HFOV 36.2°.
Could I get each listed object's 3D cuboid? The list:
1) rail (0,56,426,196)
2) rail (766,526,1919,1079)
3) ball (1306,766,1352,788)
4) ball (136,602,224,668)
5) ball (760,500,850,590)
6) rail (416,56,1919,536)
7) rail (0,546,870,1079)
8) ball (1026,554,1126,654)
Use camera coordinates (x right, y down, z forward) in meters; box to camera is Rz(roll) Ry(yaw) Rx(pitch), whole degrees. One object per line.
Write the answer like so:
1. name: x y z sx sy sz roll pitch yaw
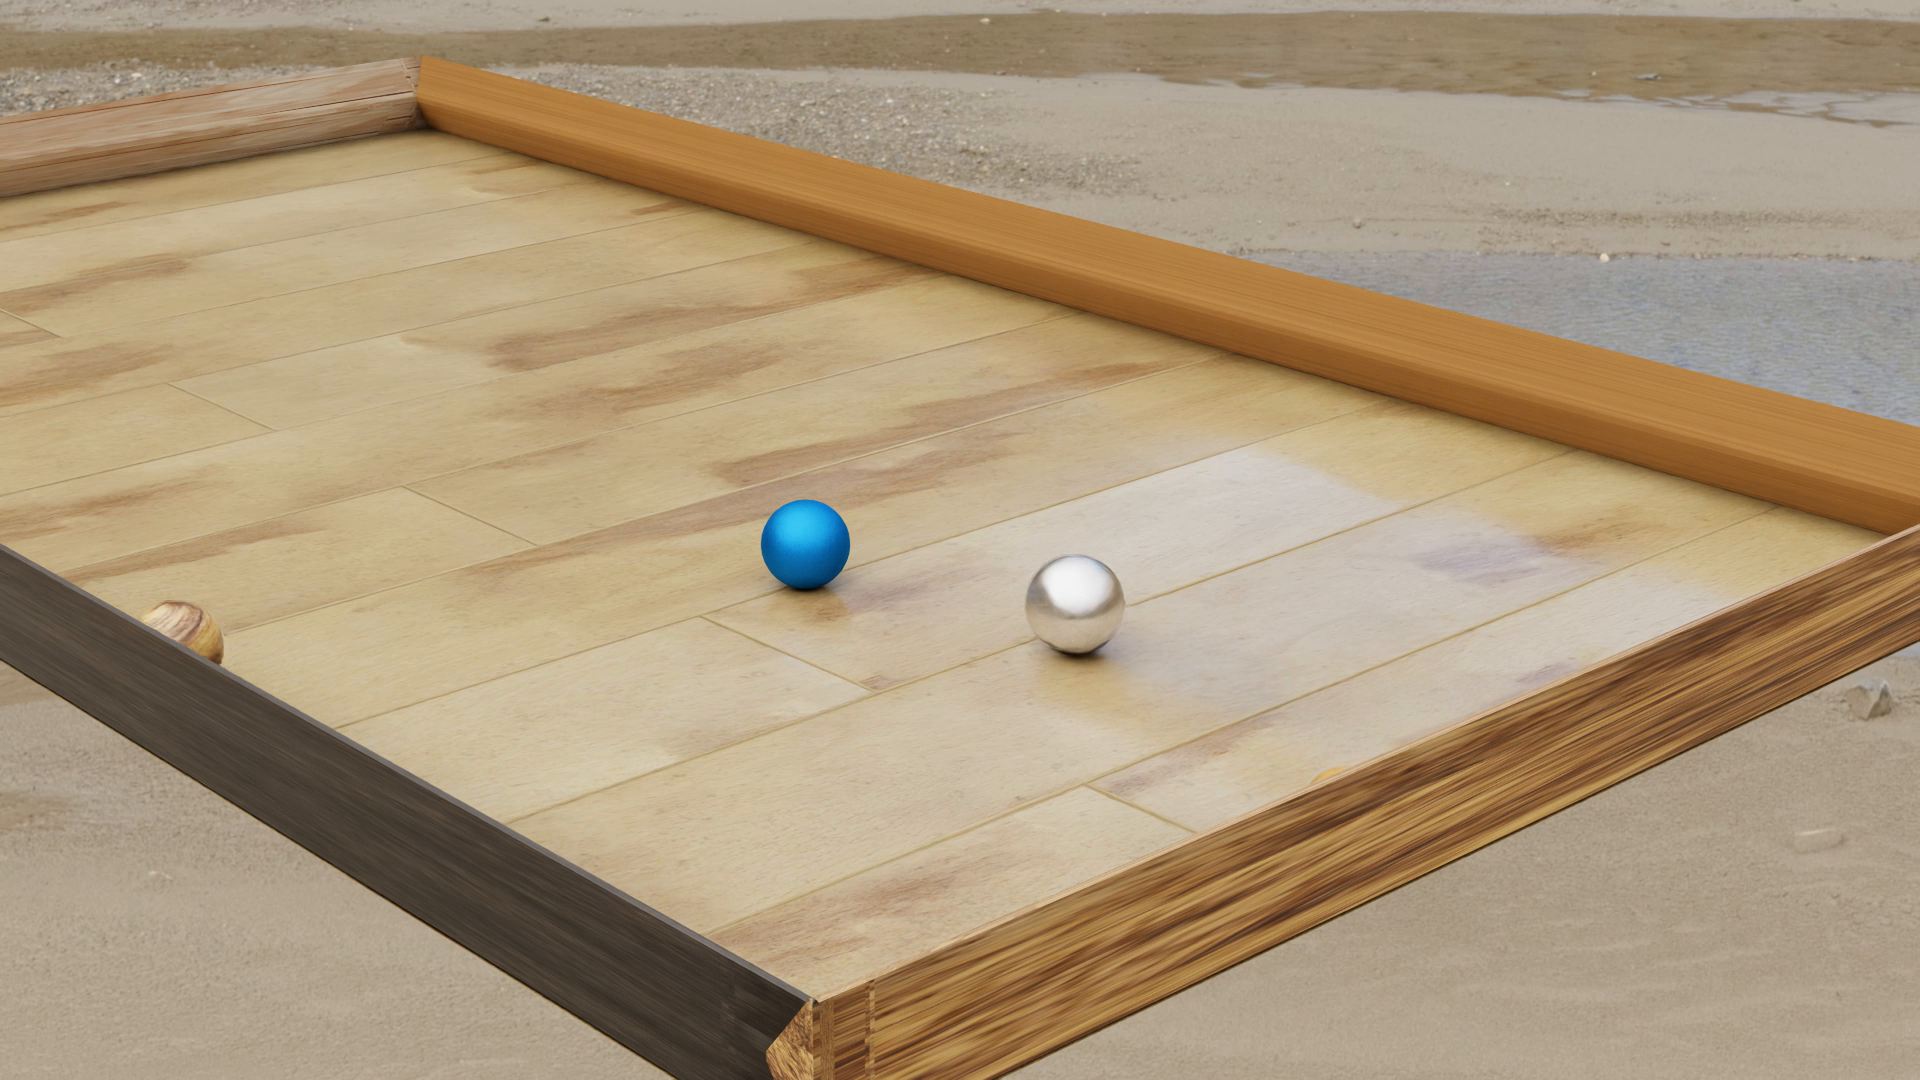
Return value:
1. rail: -1.399 -0.536 4.198 1.523 0.114 0.045 -17 26 -39
2. rail: 0.456 0.152 2.297 1.523 0.114 0.045 -17 26 -39
3. ball: 0.291 0.204 2.226 0.066 0.066 0.066 0 20 0
4. ball: -0.670 0.092 2.514 0.080 0.080 0.080 0 20 0
5. ball: -0.145 0.004 2.753 0.084 0.084 0.084 0 20 0
6. rail: 0.072 -0.362 3.716 0.045 0.114 2.791 -17 26 -39
7. rail: -1.015 -0.023 2.779 0.045 0.114 2.791 -17 26 -39
8. ball: 0.102 0.057 2.600 0.088 0.088 0.088 0 20 0
